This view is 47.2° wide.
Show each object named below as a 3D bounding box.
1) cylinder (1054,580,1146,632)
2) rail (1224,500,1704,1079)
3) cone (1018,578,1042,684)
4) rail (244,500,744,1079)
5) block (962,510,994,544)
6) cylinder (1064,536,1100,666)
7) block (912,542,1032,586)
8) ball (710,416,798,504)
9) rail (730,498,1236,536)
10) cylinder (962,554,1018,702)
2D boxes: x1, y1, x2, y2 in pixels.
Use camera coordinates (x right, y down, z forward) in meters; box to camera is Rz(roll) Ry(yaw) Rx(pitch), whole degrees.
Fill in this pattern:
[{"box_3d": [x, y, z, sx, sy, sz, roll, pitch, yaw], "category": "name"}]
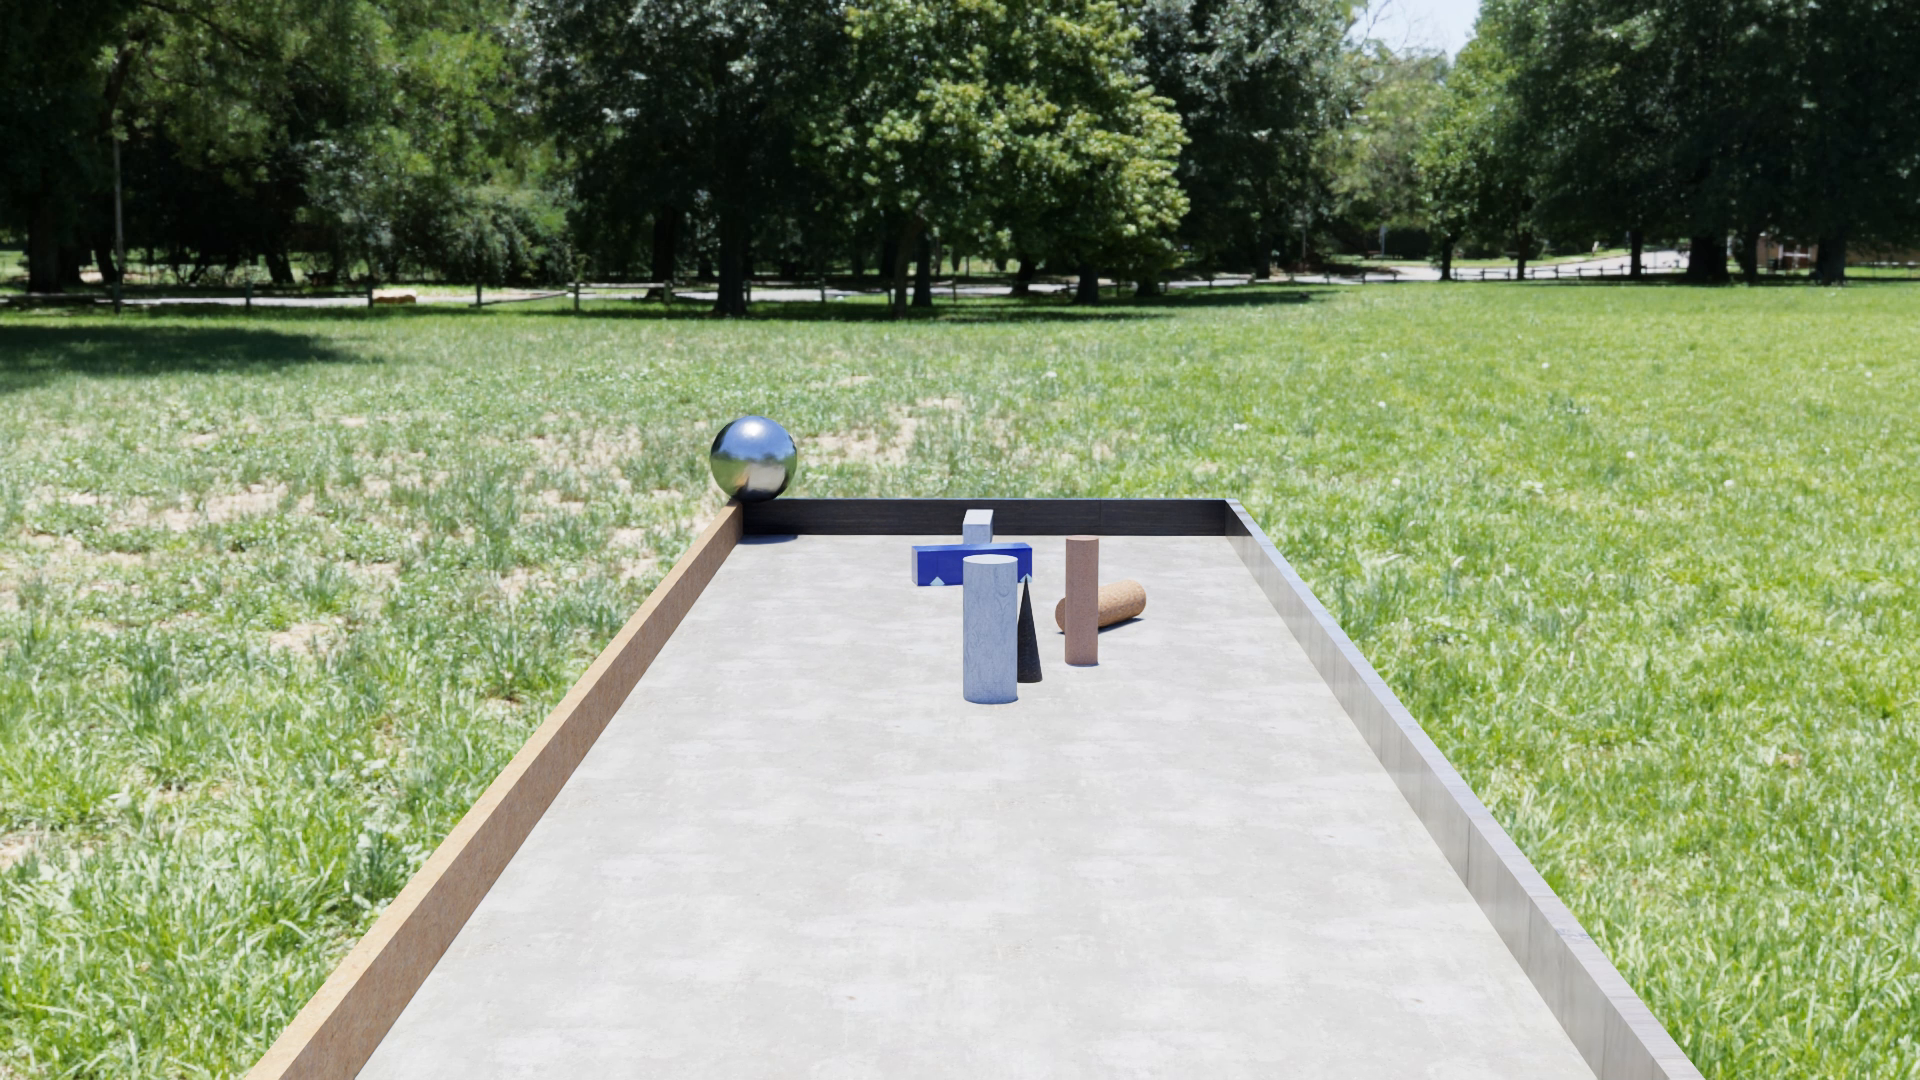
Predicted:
[{"box_3d": [0.464, 0.219, 7.217, 0.128, 0.128, 0.377, 6, 11, 33], "category": "cylinder"}, {"box_3d": [1.046, 0.843, 3.208, 0.050, 0.150, 12.000, 0, 9, 1], "category": "rail"}, {"box_3d": [0.192, 0.251, 6.407, 0.101, 0.318, 0.101, 0, 9, 0], "category": "cone"}, {"box_3d": [-1.004, 0.839, 3.234, 0.050, 0.150, 12.000, 0, 9, 1], "category": "rail"}, {"box_3d": [0.074, -0.041, 8.928, 0.107, 0.107, 0.396, 0, 9, 3], "category": "block"}, {"box_3d": [0.368, 0.181, 6.647, 0.100, 0.381, 0.100, 0, 9, 0], "category": "cylinder"}, {"box_3d": [0.043, 0.088, 8.046, 0.426, 0.128, 0.128, -2, 9, -11], "category": "block"}, {"box_3d": [-0.848, -0.331, 9.042, 0.361, 0.361, 0.361, 0, 9, 0], "category": "ball"}, {"box_3d": [0.099, -0.098, 9.147, 2.100, 0.150, 0.050, 0, 9, 1], "category": "rail"}, {"box_3d": [0.085, 0.248, 6.191, 0.154, 0.393, 0.154, 0, 9, 0], "category": "cylinder"}]
